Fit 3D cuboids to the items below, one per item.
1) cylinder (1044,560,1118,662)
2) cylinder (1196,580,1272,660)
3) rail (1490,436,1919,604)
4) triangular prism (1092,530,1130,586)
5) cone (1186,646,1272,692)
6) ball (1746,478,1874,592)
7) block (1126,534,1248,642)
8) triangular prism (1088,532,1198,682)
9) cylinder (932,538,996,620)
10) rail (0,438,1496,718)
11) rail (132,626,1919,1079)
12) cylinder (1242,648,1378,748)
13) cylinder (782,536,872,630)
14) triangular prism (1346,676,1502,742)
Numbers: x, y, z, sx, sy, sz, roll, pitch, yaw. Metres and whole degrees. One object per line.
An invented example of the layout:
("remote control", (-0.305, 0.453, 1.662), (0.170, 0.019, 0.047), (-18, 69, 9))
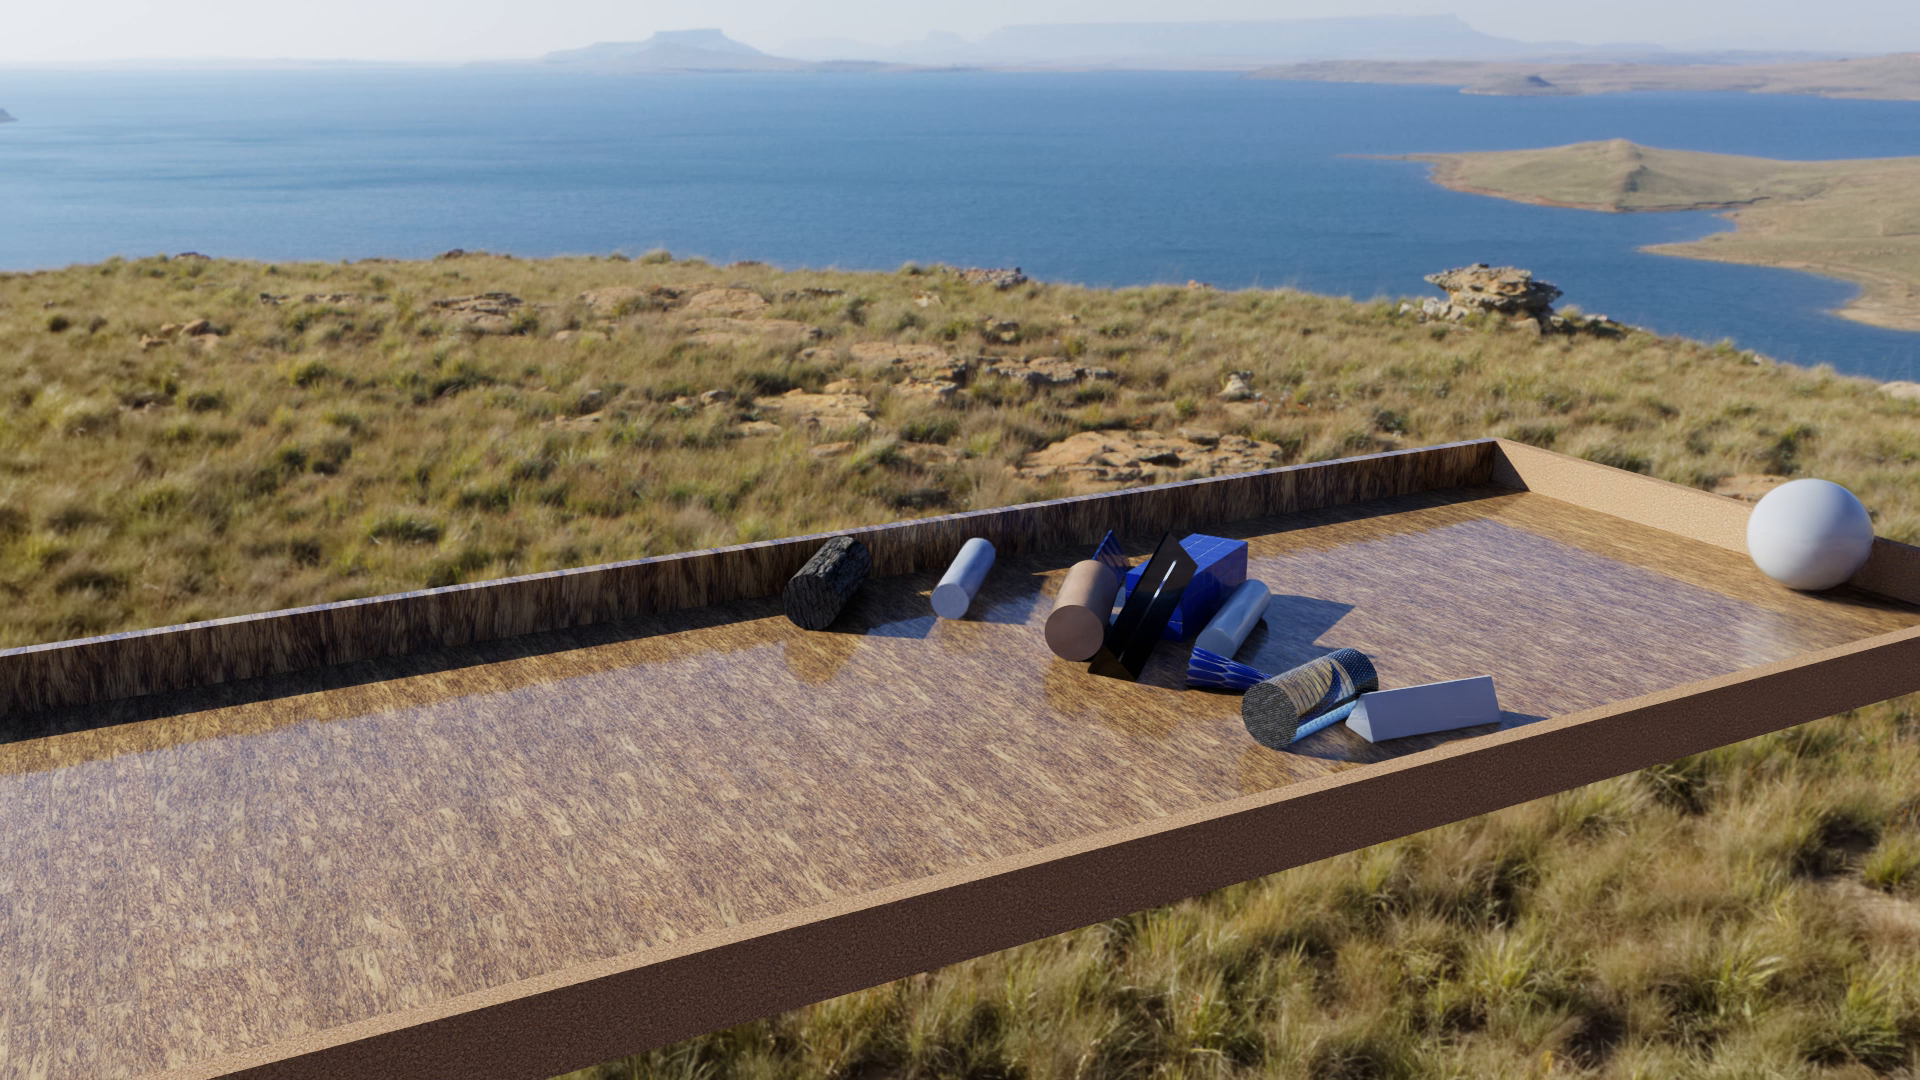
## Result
("cylinder", (0.332, 0.185, 4.451), (0.154, 0.154, 0.399), (3, 17, 10))
("cylinder", (0.738, 0.218, 4.431), (0.103, 0.103, 0.449), (7, 18, 21))
("rail", (2.466, -0.048, 5.253), (0.050, 0.150, 2.100), (-9, 18, -27))
("triangular prism", (0.413, 0.076, 4.894), (0.125, 0.108, 0.401), (4, 17, 14))
("cone", (0.744, 0.352, 4.065), (0.359, 0.103, 0.103), (13, 19, 15))
("ball", (2.481, -0.014, 4.818), (0.329, 0.329, 0.329), (0, 16, 0))
("block", (0.638, 0.128, 4.619), (0.169, 0.169, 0.450), (10, 19, 30))
("triangular prism", (0.466, 0.161, 4.261), (0.135, 0.117, 0.431), (9, 46, 29))
("cylinder", (0.015, 0.108, 4.801), (0.106, 0.106, 0.459), (3, 17, 10))
("rail", (-3.305, 0.497, 3.399), (12.000, 0.150, 0.050), (-9, 18, -27))
("rail", (-2.336, 1.006, 1.665), (12.000, 0.150, 0.050), (-9, 18, -27))
("cylinder", (0.817, 0.365, 3.837), (0.327, 0.156, 0.156), (-15, 22, -42))
("cylinder", (-0.373, 0.118, 4.666), (0.161, 0.161, 0.373), (3, 17, 10))
("triangular prism", (1.091, 0.384, 3.865), (0.353, 0.098, 0.113), (-6, 18, -19))
